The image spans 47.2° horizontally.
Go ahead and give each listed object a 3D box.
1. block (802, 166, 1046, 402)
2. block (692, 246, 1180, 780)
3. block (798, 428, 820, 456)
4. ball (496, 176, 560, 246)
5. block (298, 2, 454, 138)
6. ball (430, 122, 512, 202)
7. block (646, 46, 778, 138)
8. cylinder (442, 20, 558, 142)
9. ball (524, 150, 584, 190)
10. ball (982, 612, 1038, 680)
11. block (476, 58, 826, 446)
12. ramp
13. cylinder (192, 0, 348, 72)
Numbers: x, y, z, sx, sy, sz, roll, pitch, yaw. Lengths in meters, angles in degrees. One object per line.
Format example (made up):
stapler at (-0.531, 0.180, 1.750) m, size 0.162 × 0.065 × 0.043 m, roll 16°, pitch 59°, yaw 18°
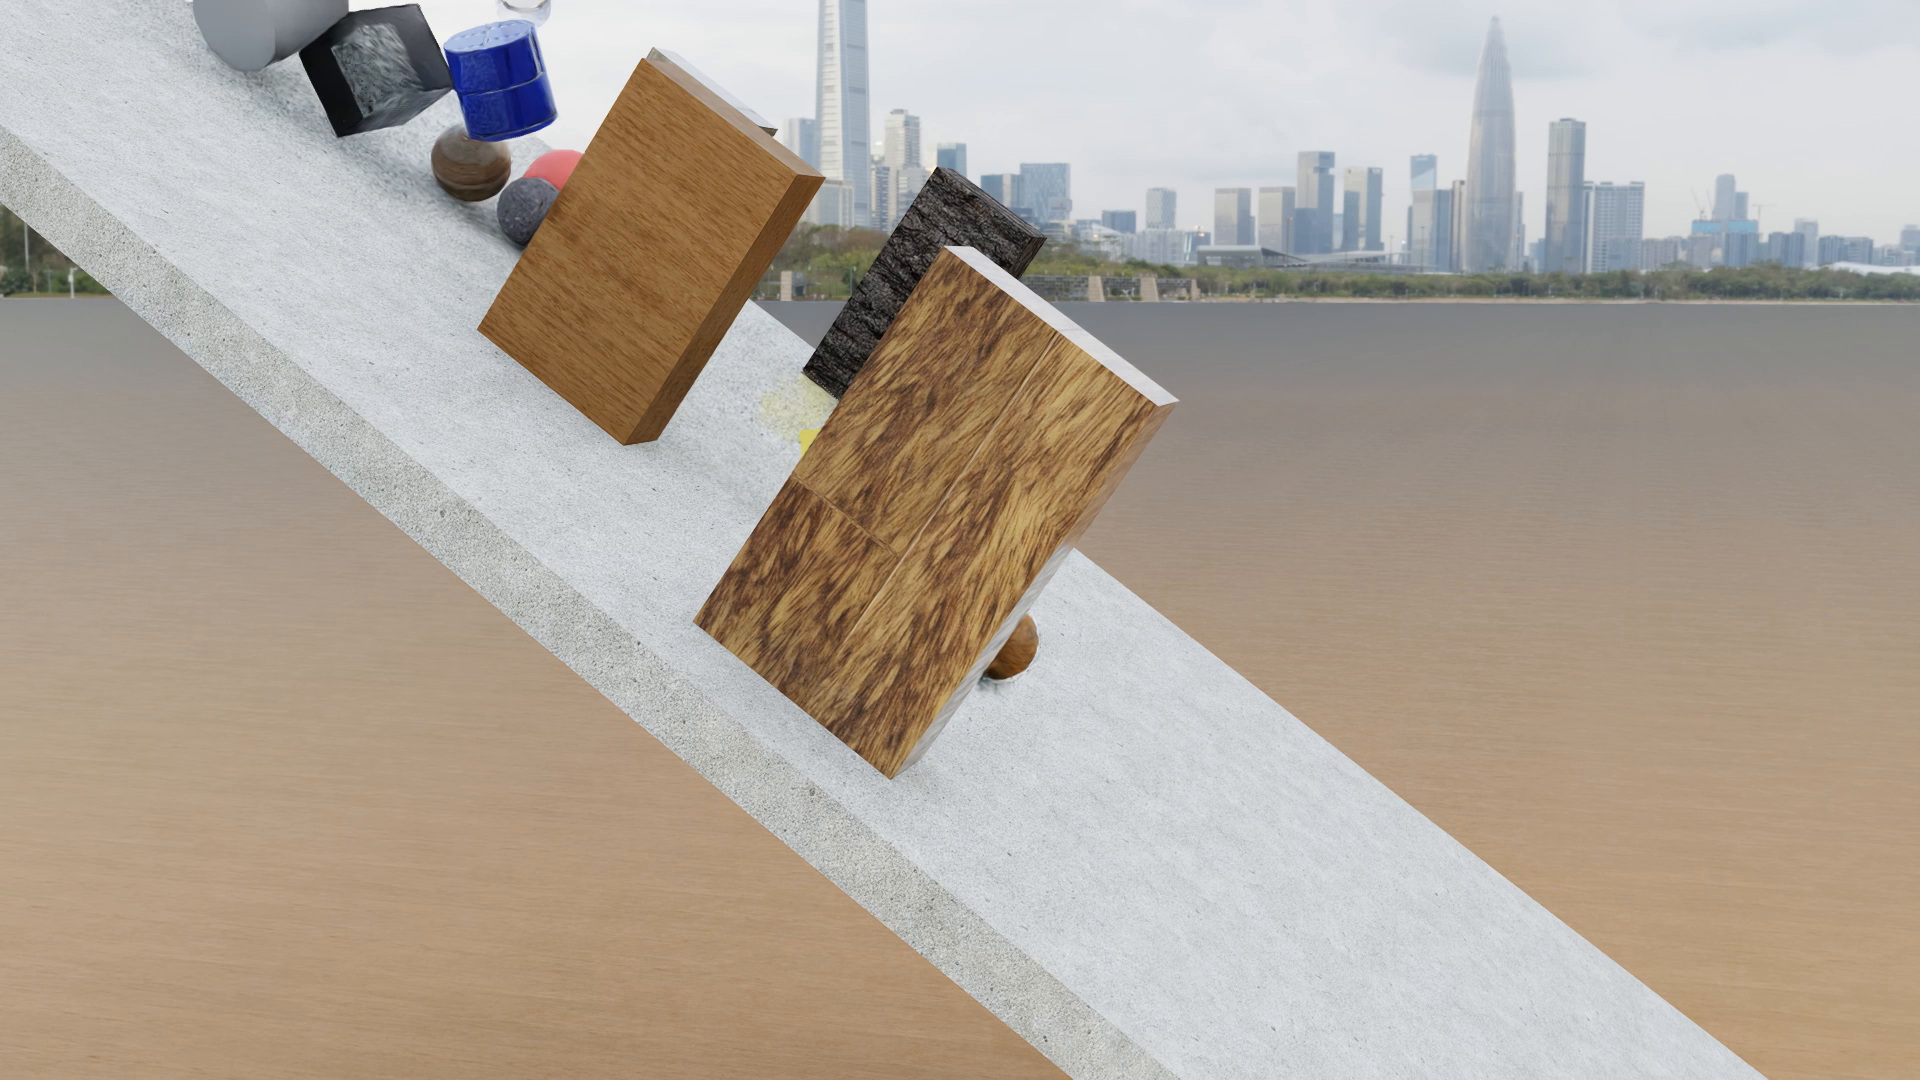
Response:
block at (-0.081, -0.519, 4.861) m, size 0.262 × 0.548 × 0.132 m, roll 38°, pitch 16°, yaw 10°
block at (-0.042, -0.040, 3.262) m, size 0.386 × 0.687 × 0.146 m, roll 38°, pitch 16°, yaw 10°
block at (-0.218, -0.139, 3.917) m, size 0.125 × 0.125 × 0.125 m, roll -7°, pitch 2°, yaw -4°
ball at (-0.863, -0.663, 4.433) m, size 0.139 × 0.139 × 0.139 m, roll 0°, pitch 7°, yaw 0°
block at (-1.132, -0.914, 4.276) m, size 0.178 × 0.178 × 0.178 m, roll -23°, pitch 4°, yaw 36°
ball at (-0.985, -0.763, 4.436) m, size 0.160 × 0.160 × 0.160 m, roll 0°, pitch 7°, yaw 0°
block at (-0.611, -0.680, 4.332) m, size 0.267 × 0.498 × 0.102 m, roll 38°, pitch 16°, yaw 10°
cylinder at (-0.885, -0.887, 4.243) m, size 0.179 × 0.179 × 0.179 m, roll -8°, pitch 29°, yaw 5°
ball at (-0.824, -0.723, 4.600) m, size 0.187 × 0.187 × 0.187 m, roll 0°, pitch 7°, yaw 0°
ball at (0.069, 0.176, 3.879) m, size 0.139 × 0.139 × 0.139 m, roll 0°, pitch 7°, yaw 0°
block at (-0.538, -0.495, 3.814) m, size 0.342 × 0.563 × 0.136 m, roll 38°, pitch 16°, yaw 10°
ramp at (-0.084, 0.153, 4.079) m, size 4.000 × 0.100 × 2.000 m, roll 38°, pitch 16°, yaw 10°
cylinder at (-1.349, -1.051, 4.306) m, size 0.207 × 0.207 × 0.207 m, roll 4°, pitch 31°, yaw 30°
